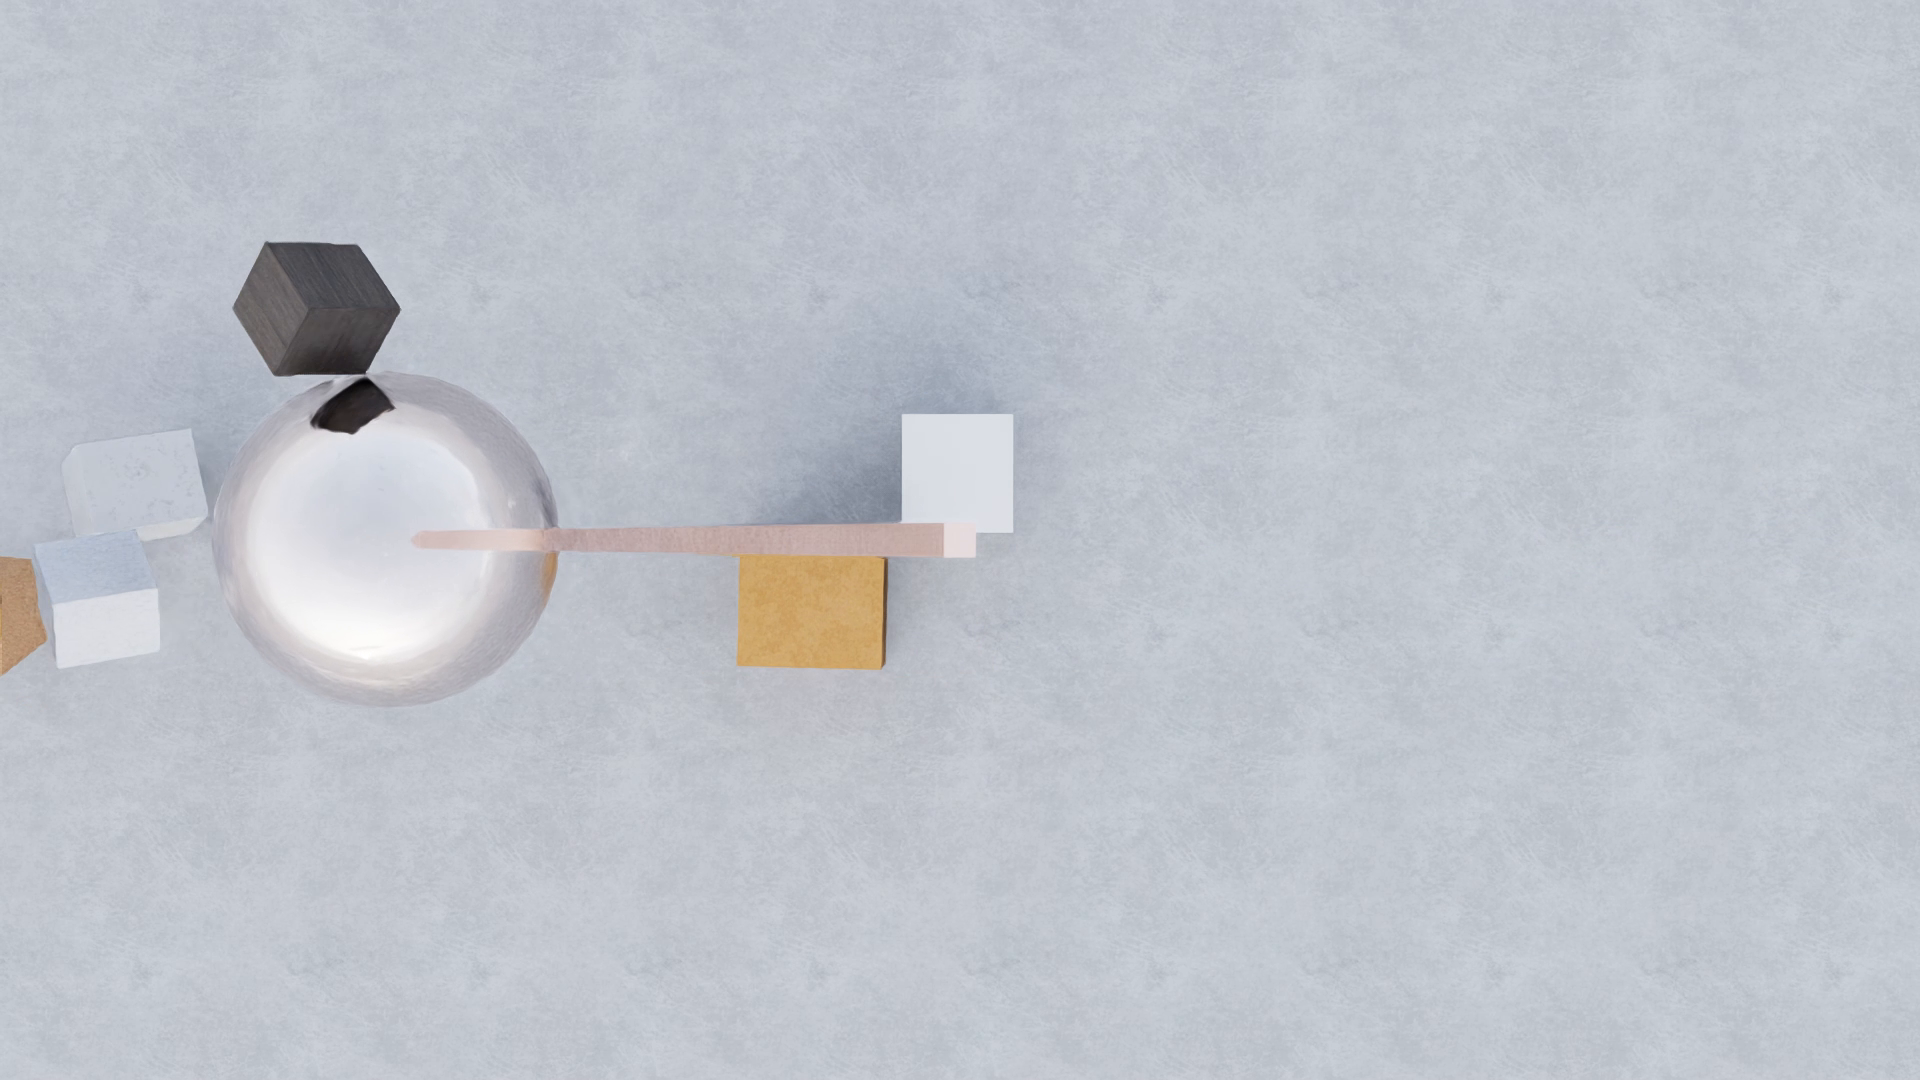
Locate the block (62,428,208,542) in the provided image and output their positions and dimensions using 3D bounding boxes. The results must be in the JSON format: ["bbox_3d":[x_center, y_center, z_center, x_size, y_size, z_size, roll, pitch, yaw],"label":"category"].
[{"bbox_3d":[-4.714,-0.283,12.554,0.618,0.644,0.506,-11,87,-30],"label":"block"}]

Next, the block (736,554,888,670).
[{"bbox_3d":[-0.833,0.343,12.634,0.807,0.732,0.744,2,90,0],"label":"block"}]

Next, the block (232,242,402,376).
[{"bbox_3d":[-2.920,-1.048,9.982,0.432,0.487,0.411,52,123,23],"label":"block"}]

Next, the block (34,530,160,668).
[{"bbox_3d":[-4.235,0.285,10.796,0.479,0.479,0.406,-10,132,-28],"label":"block"}]

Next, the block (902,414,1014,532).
[{"bbox_3d":[-0.014,-0.377,12.729,0.631,0.543,0.670,0,90,0],"label":"block"}]

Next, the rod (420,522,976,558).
[{"bbox_3d":[-1.171,0.000,7.381,0.080,5.200,0.080,0,90,-27],"label":"rod"}]

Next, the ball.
[{"bbox_3d":[-2.703,0.000,10.417,1.600,1.600,1.600,0,90,0],"label":"ball"}]

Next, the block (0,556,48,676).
[{"bbox_3d":[-5.524,0.417,12.312,0.525,0.482,0.509,6,117,13],"label":"block"}]
